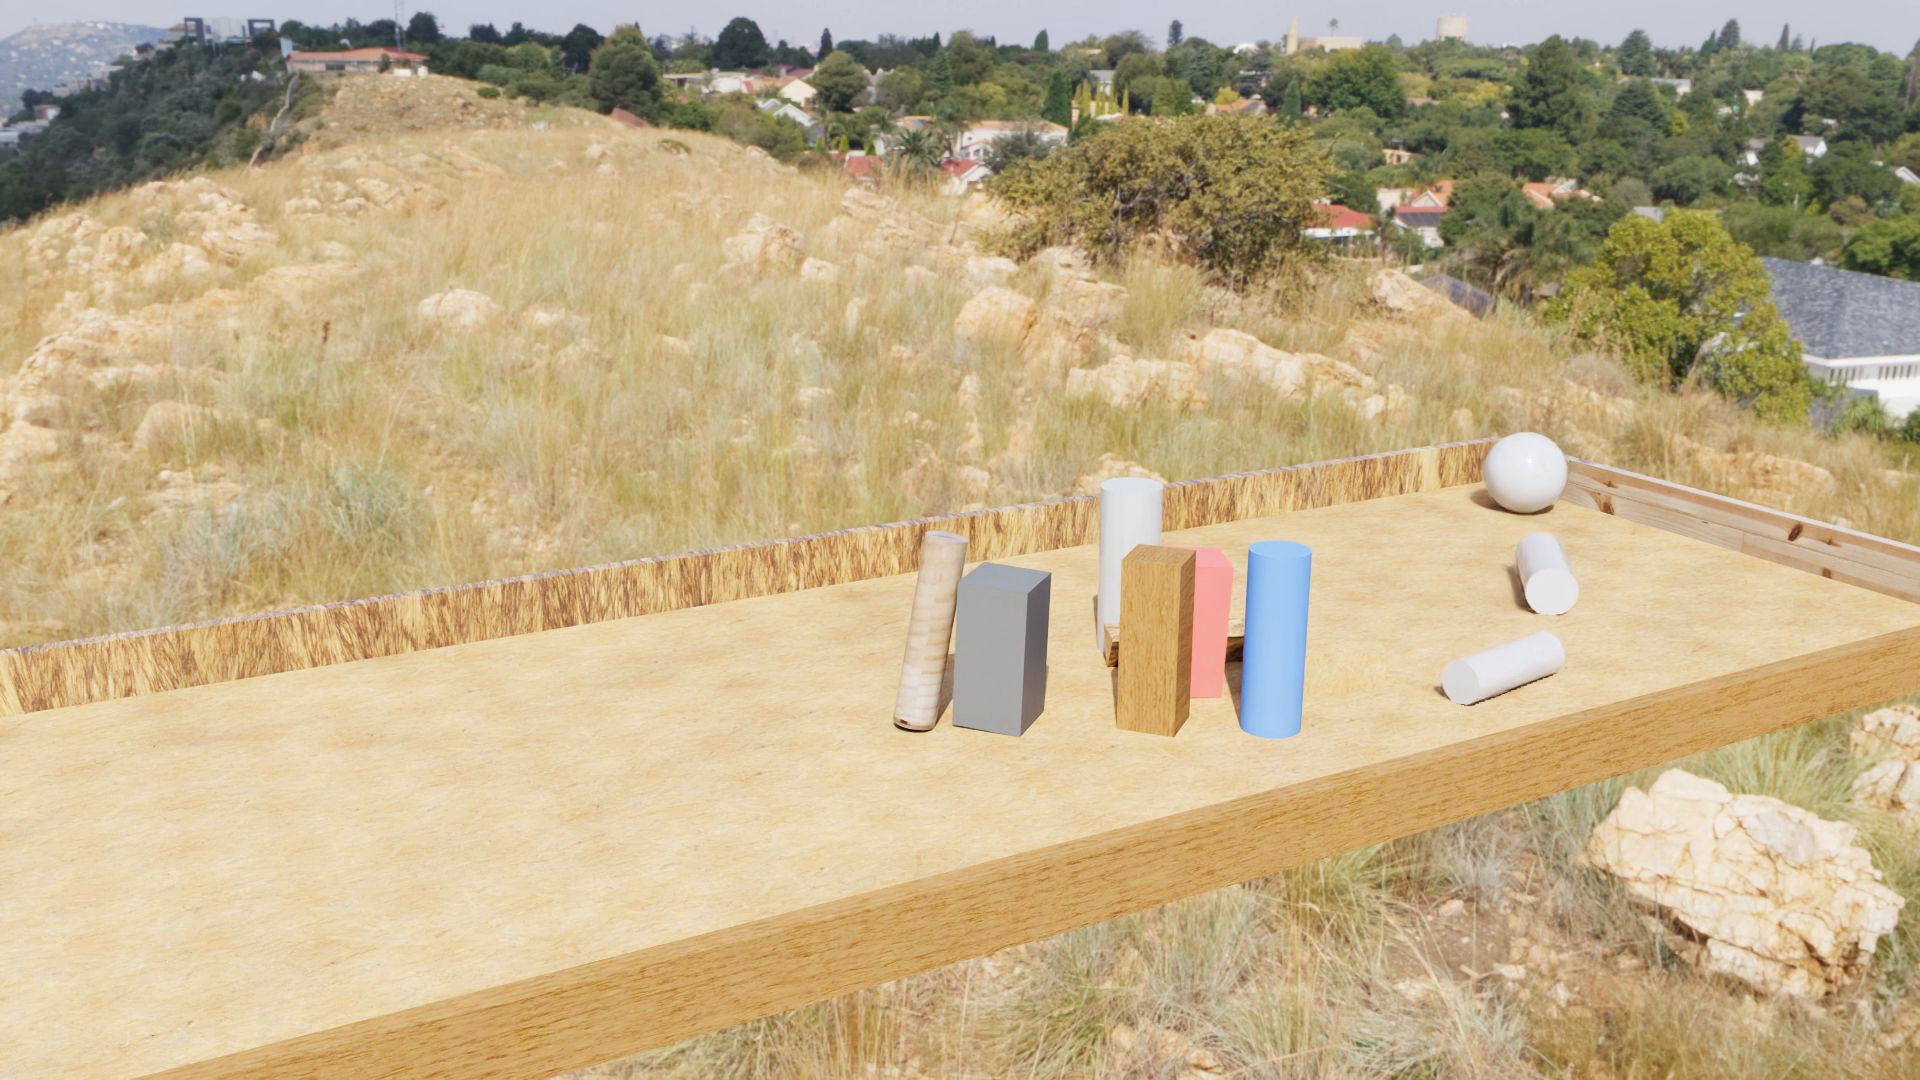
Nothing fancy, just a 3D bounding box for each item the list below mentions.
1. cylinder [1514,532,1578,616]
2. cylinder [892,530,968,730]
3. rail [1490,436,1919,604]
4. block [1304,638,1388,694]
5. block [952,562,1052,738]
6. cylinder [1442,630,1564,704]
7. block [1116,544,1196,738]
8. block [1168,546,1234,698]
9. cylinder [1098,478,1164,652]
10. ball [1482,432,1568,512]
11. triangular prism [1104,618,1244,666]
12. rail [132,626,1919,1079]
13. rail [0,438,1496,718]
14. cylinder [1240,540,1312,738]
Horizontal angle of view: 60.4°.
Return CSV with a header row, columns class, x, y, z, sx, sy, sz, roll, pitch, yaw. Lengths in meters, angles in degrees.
class,x,y,z,sx,sy,sz,roll,pitch,yaw
cylinder,1.696,0.095,4.781,0.141,0.141,0.364,4,17,13
cylinder,-0.069,0.210,3.819,0.101,0.452,0.101,10,12,-2
rail,2.466,-0.048,5.253,0.050,0.150,2.100,-9,18,-27
block,0.895,0.314,4.105,0.309,0.102,0.102,-1,16,-3
block,0.098,0.253,3.857,0.169,0.352,0.169,9,18,20
cylinder,1.348,0.315,4.088,0.350,0.111,0.111,-12,20,-36
block,0.456,0.232,3.832,0.138,0.413,0.138,7,18,21
block,0.558,0.201,4.066,0.168,0.334,0.168,1,16,-4
cylinder,0.444,0.071,4.321,0.162,0.444,0.162,0,18,0
ball,1.938,-0.233,5.657,0.276,0.276,0.276,0,16,0
triangular prism,0.561,0.248,4.256,0.371,0.111,0.097,-2,48,-7
rail,-2.336,1.006,1.665,12.000,0.150,0.050,-9,18,-27
rail,-3.305,0.497,3.399,12.000,0.150,0.050,-9,18,-27
cylinder,0.727,0.229,3.804,0.142,0.434,0.142,0,16,0
